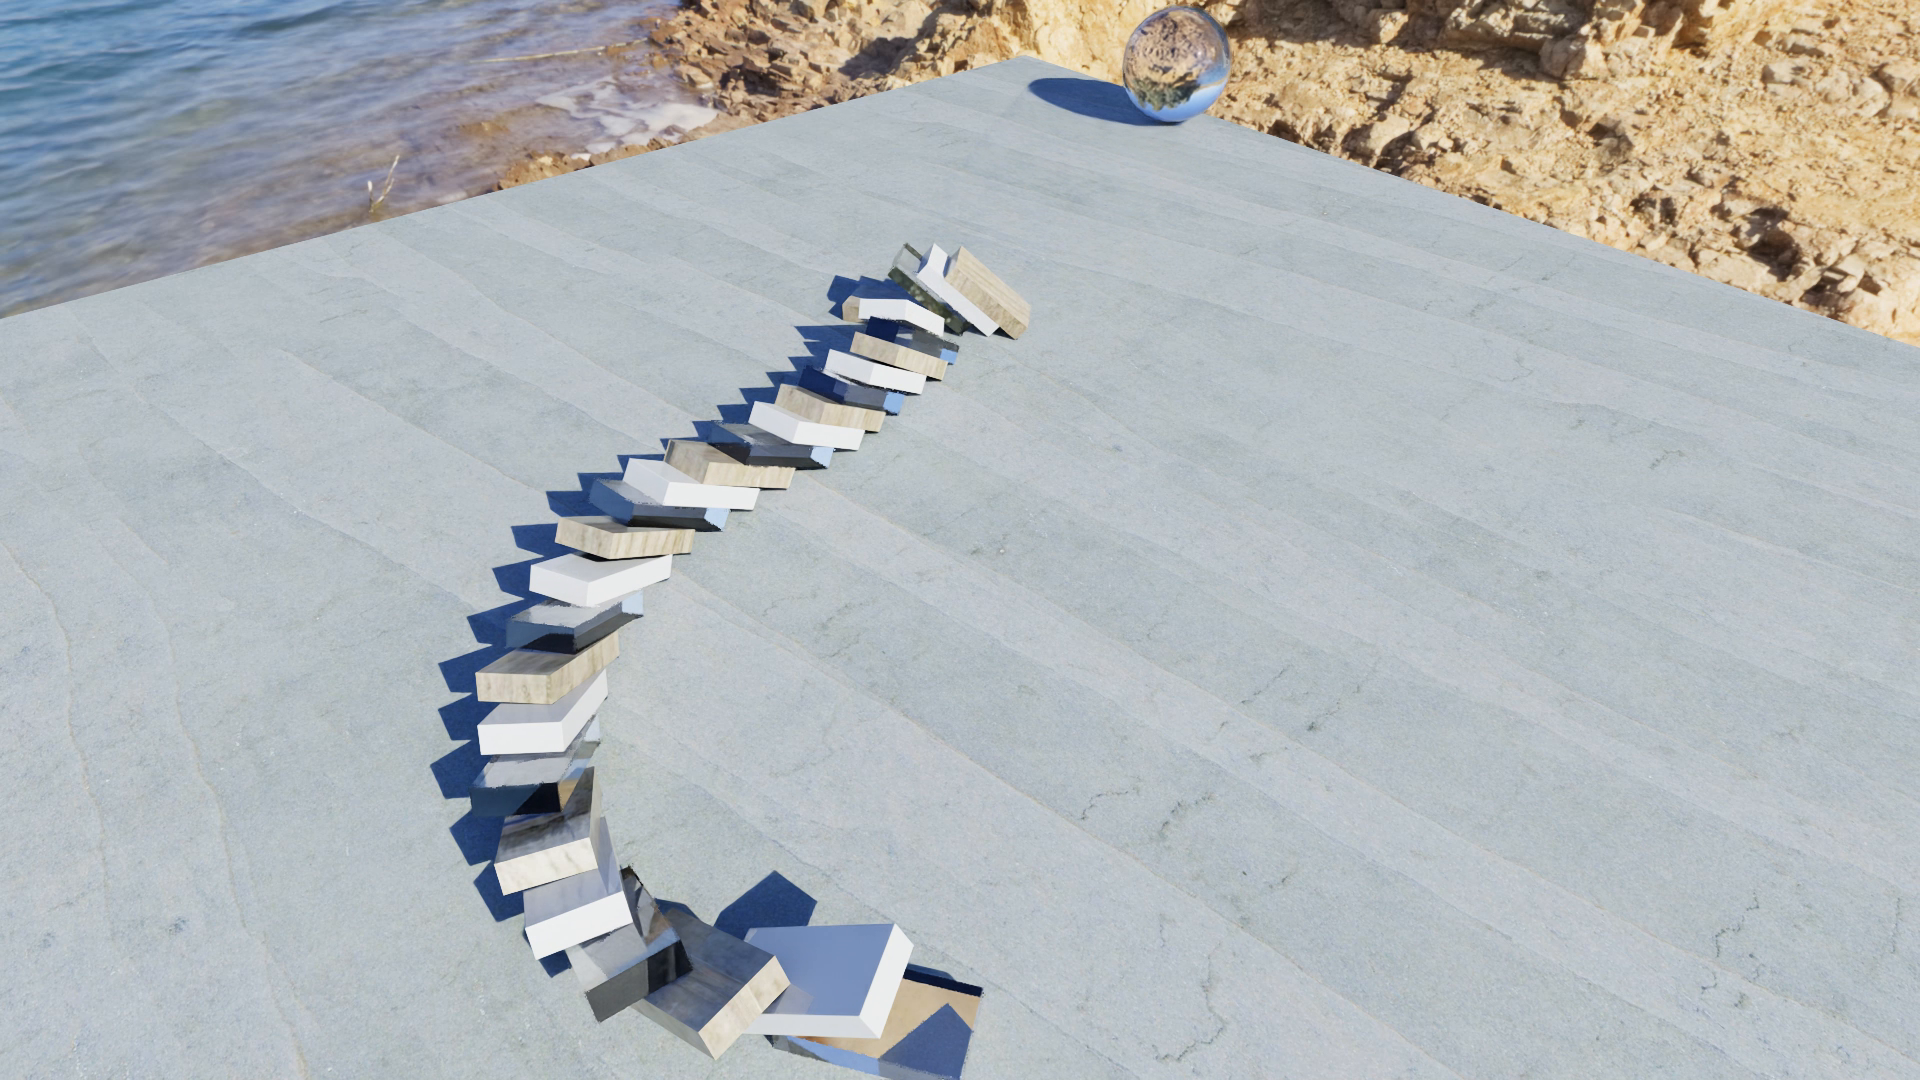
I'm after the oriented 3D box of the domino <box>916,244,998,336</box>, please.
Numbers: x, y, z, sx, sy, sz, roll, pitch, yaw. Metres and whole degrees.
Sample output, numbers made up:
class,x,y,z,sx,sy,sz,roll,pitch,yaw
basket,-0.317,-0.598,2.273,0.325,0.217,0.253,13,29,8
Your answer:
class,x,y,z,sx,sy,sz,roll,pitch,yaw
domino,0.001,-0.132,0.581,0.050,0.010,0.025,37,35,-20

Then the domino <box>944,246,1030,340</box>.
class,x,y,z,sx,sy,sz,roll,pitch,yaw
domino,0.015,-0.130,0.578,0.050,0.010,0.025,37,35,-20

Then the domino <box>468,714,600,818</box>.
class,x,y,z,sx,sy,sz,roll,pitch,yaw
domino,-0.131,0.069,0.343,0.025,0.009,0.050,-3,14,-4

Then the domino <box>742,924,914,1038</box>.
class,x,y,z,sx,sy,sz,roll,pitch,yaw
domino,-0.039,0.113,0.283,0.050,0.010,0.025,-14,33,31

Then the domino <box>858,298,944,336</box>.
class,x,y,z,sx,sy,sz,roll,pitch,yaw
domino,-0.029,-0.112,0.555,0.025,0.009,0.050,6,2,20

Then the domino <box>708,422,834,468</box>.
class,x,y,z,sx,sy,sz,roll,pitch,yaw
domino,-0.081,-0.041,0.475,0.025,0.010,0.050,29,18,30

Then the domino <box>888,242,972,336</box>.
class,x,y,z,sx,sy,sz,roll,pitch,yaw
domino,-0.014,-0.132,0.581,0.050,0.009,0.025,37,35,-20

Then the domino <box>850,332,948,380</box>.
class,x,y,z,sx,sy,sz,roll,pitch,yaw
domino,-0.029,-0.088,0.530,0.025,0.009,0.050,21,9,24

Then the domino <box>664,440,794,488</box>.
class,x,y,z,sx,sy,sz,roll,pitch,yaw
domino,-0.096,-0.032,0.463,0.025,0.010,0.050,28,16,30

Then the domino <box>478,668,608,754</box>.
class,x,y,z,sx,sy,sz,roll,pitch,yaw
domino,-0.135,0.055,0.359,0.025,0.009,0.050,-2,12,-2

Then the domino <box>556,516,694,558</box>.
class,x,y,z,sx,sy,sz,roll,pitch,yaw
domino,-0.128,-0.002,0.423,0.025,0.009,0.050,15,7,20

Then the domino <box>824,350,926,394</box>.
class,x,y,z,sx,sy,sz,roll,pitch,yaw
domino,-0.039,-0.079,0.520,0.025,0.010,0.050,21,11,24

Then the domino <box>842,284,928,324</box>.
class,x,y,z,sx,sy,sz,roll,pitch,yaw
domino,-0.036,-0.125,0.596,0.050,0.010,0.025,12,41,15

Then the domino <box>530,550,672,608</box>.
class,x,y,z,sx,sy,sz,roll,pitch,yaw
domino,-0.134,0.012,0.413,0.025,0.010,0.050,15,16,17

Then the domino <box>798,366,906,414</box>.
class,x,y,z,sx,sy,sz,roll,pitch,yaw
domino,-0.049,-0.069,0.506,0.025,0.009,0.050,25,12,24

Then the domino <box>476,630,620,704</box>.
class,x,y,z,sx,sy,sz,roll,pitch,yaw
domino,-0.139,0.042,0.374,0.025,0.009,0.050,1,12,7

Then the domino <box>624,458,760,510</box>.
class,x,y,z,sx,sy,sz,roll,pitch,yaw
domino,-0.109,-0.023,0.450,0.025,0.010,0.050,28,14,30

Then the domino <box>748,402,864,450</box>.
class,x,y,z,sx,sy,sz,roll,pitch,yaw
domino,-0.067,-0.050,0.483,0.025,0.009,0.050,25,12,25

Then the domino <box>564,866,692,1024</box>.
class,x,y,z,sx,sy,sz,roll,pitch,yaw
domino,-0.093,0.107,0.296,0.025,0.009,0.050,-24,19,-26

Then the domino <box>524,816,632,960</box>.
class,x,y,z,sx,sy,sz,roll,pitch,yaw
domino,-0.109,0.096,0.309,0.025,0.010,0.050,-17,16,-19

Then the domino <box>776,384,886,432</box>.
class,x,y,z,sx,sy,sz,roll,pitch,yaw
domino,-0.057,-0.059,0.494,0.025,0.009,0.050,25,12,24

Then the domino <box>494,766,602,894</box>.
class,x,y,z,sx,sy,sz,roll,pitch,yaw
domino,-0.120,0.084,0.324,0.025,0.009,0.050,-14,15,-14

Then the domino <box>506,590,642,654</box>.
class,x,y,z,sx,sy,sz,roll,pitch,yaw
domino,-0.136,0.027,0.393,0.025,0.009,0.050,6,13,9

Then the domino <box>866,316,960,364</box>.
class,x,y,z,sx,sy,sz,roll,pitch,yaw
domino,-0.023,-0.098,0.542,0.025,0.009,0.050,21,9,24

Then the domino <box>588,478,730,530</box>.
class,x,y,z,sx,sy,sz,roll,pitch,yaw
domino,-0.120,-0.014,0.440,0.025,0.009,0.050,28,14,30

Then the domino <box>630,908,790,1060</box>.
class,x,y,z,sx,sy,sz,roll,pitch,yaw
domino,-0.070,0.114,0.287,0.050,0.010,0.025,0,30,46

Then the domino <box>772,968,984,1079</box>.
class,x,y,z,sx,sy,sz,roll,pitch,yaw
domino,-0.021,0.126,0.290,0.050,0.009,0.025,9,40,11

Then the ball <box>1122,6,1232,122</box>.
class,x,y,z,sx,sy,sz,roll,pitch,yaw
ball,0.161,-0.354,0.821,0.080,0.080,0.080,0,39,0
